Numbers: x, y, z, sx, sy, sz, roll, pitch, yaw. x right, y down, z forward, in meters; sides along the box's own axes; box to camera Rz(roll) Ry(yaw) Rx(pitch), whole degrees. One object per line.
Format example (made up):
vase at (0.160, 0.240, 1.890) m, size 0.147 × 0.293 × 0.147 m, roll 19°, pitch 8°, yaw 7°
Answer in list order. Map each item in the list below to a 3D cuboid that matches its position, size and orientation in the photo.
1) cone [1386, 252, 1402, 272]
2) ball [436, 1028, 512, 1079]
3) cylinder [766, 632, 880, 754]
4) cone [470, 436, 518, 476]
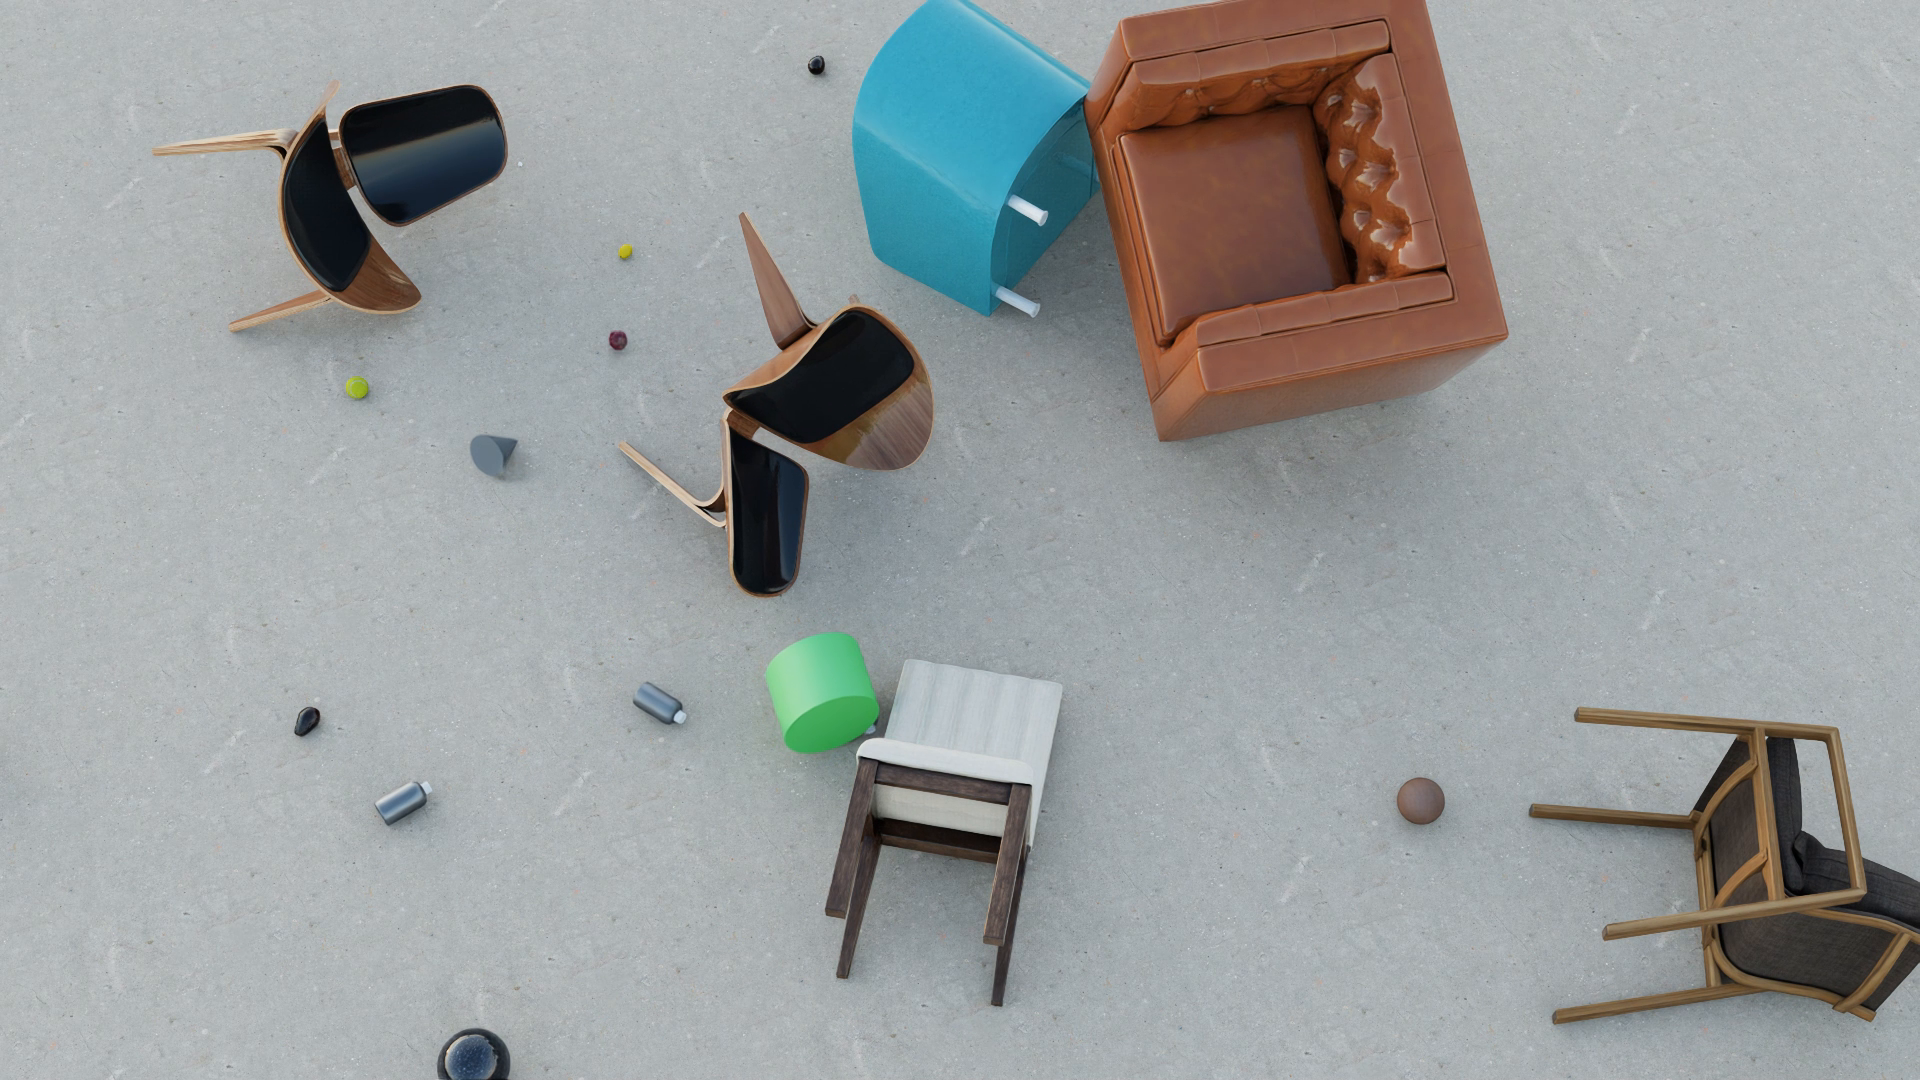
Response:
cone at (1.414, -0.912, 7.134) m, size 0.058 × 0.087 × 0.038 m, roll -12°, pitch 57°, yaw -8°
ball at (-1.231, 1.330, 5.570) m, size 0.185 × 0.185 × 0.185 m, roll 0°, pitch 56°, yaw 0°
cylinder at (-0.385, 0.426, 6.124) m, size 0.290 × 0.255 × 0.211 m, roll -40°, pitch 53°, yaw 28°
cone at (-1.399, -0.282, 6.727) m, size 0.136 × 0.131 × 0.140 m, roll 11°, pitch 28°, yaw 31°
